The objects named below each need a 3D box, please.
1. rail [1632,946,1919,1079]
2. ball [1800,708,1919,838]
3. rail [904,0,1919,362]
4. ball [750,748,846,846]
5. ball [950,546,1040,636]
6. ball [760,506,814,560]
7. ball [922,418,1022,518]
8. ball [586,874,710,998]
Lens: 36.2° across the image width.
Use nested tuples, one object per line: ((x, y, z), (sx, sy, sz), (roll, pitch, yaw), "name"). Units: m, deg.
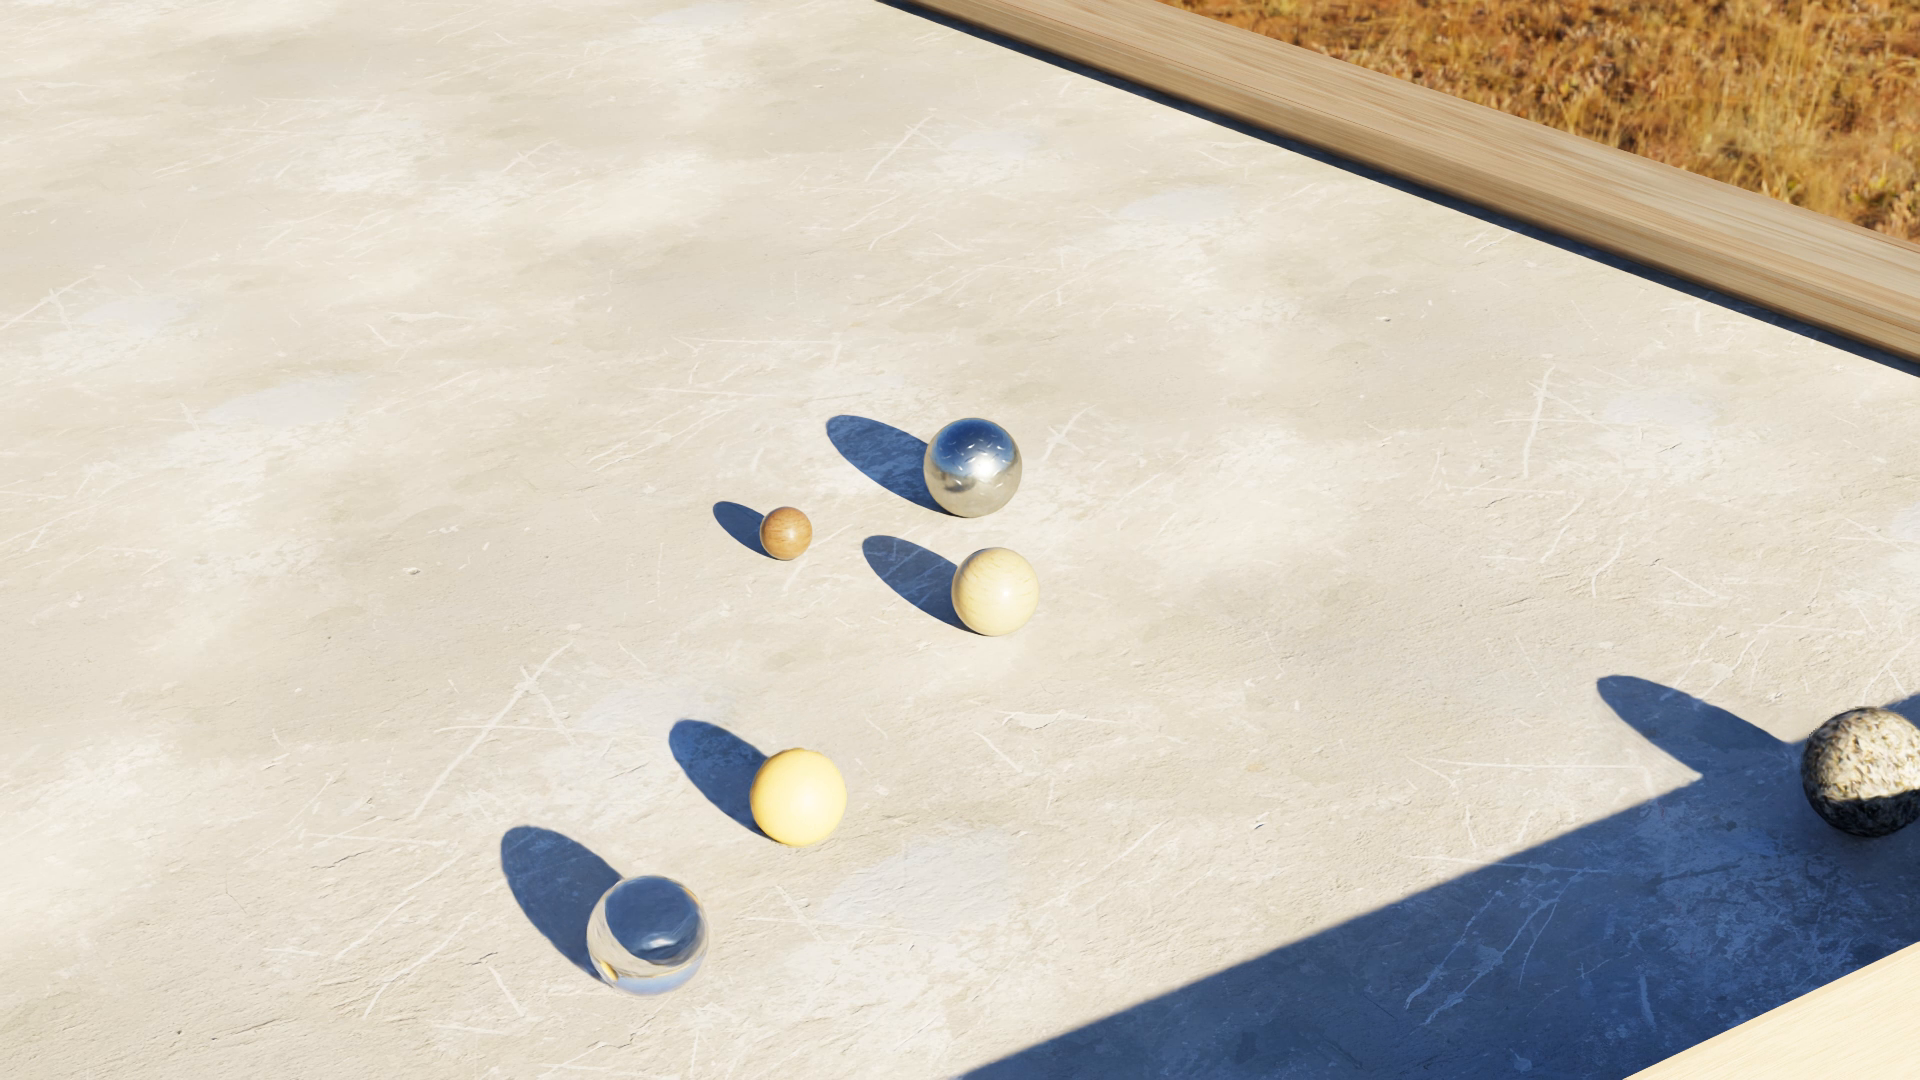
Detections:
((0.480, 0.262, 1.592), (1.962, 0.107, 0.045), (-16, 29, -31), "rail")
((0.580, 0.148, 1.879), (0.083, 0.083, 0.083), (0, 24, 0), "ball")
((0.294, -0.533, 3.371), (0.045, 0.107, 3.462), (-16, 29, -31), "rail")
((-0.103, 0.163, 1.871), (0.062, 0.062, 0.062), (0, 24, 0), "ball")
((0.026, 0.038, 2.149), (0.065, 0.065, 0.065), (0, 24, 0), "ball")
((-0.134, -0.005, 2.274), (0.042, 0.042, 0.042), (0, 24, 0), "ball")
((0.010, -0.058, 2.344), (0.080, 0.080, 0.080), (0, 24, 0), "ball")
((-0.181, 0.230, 1.710), (0.072, 0.072, 0.072), (0, 24, 0), "ball")
